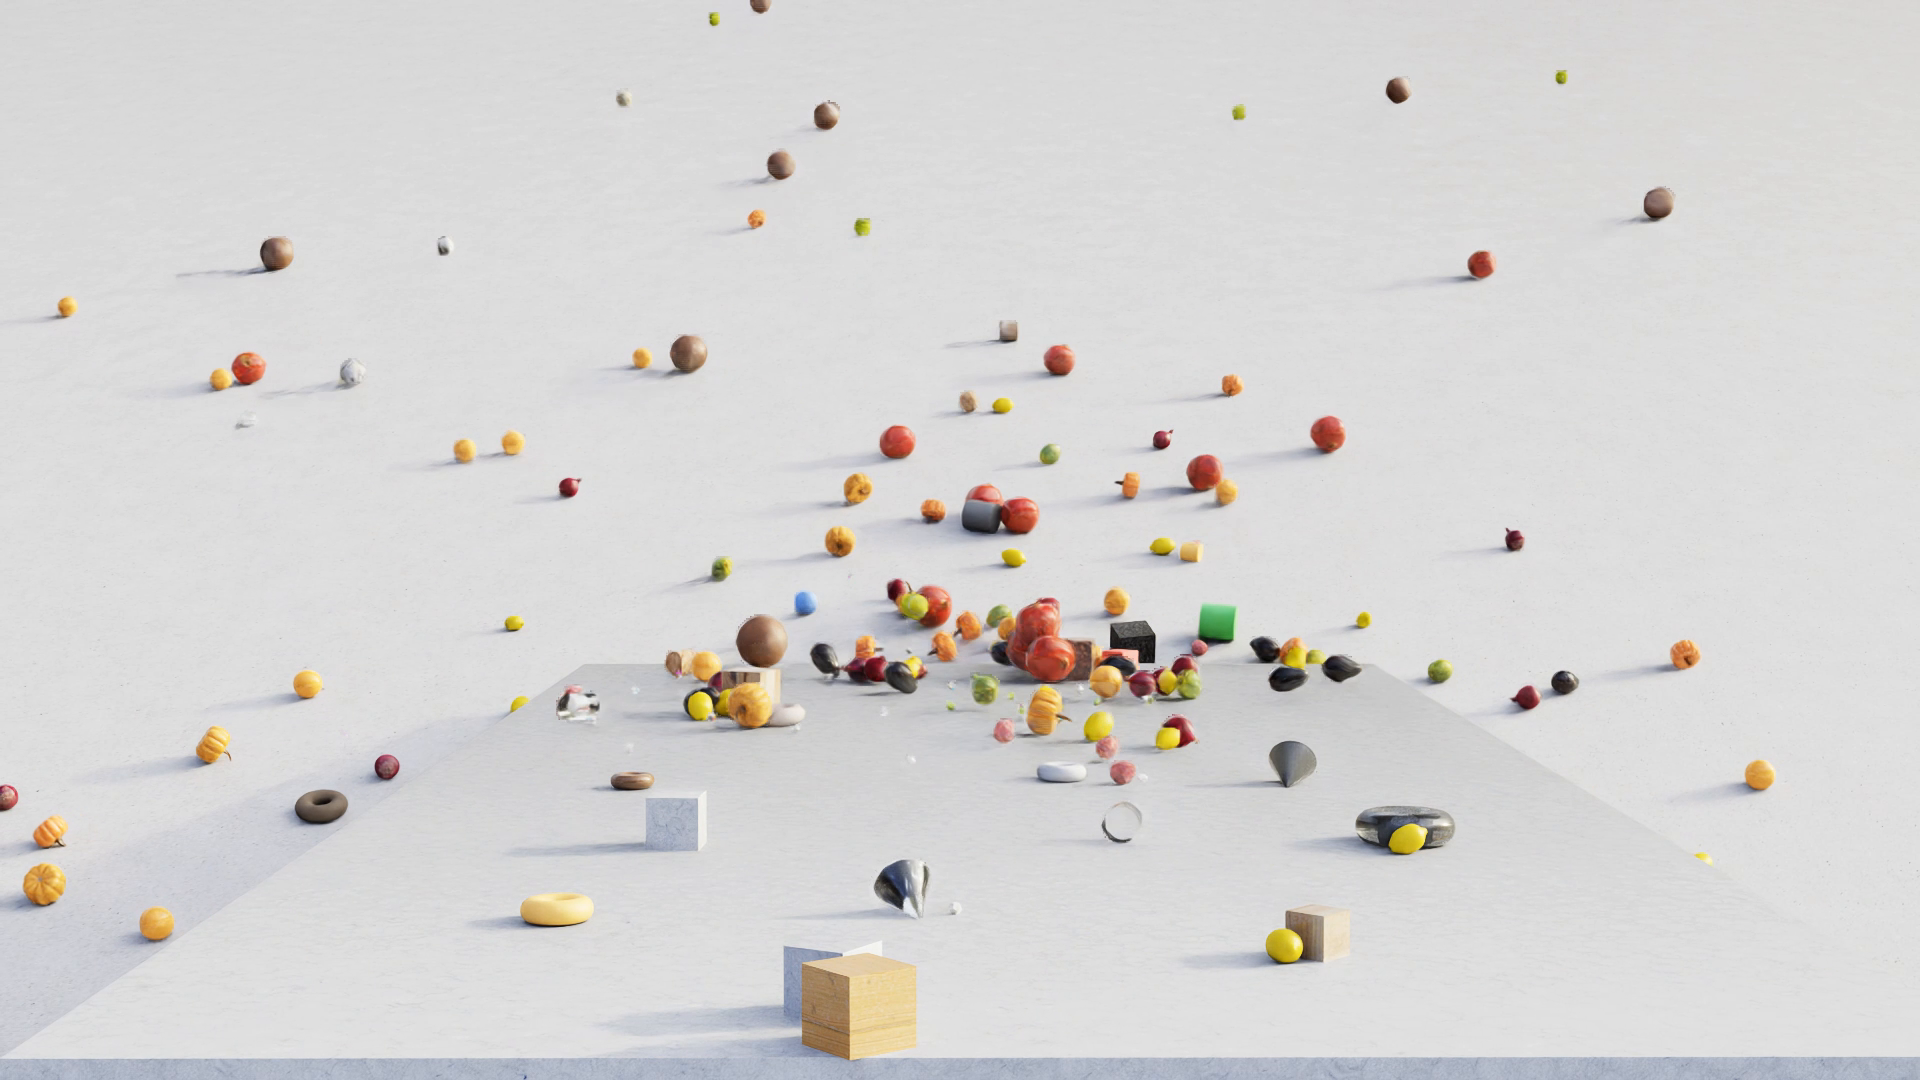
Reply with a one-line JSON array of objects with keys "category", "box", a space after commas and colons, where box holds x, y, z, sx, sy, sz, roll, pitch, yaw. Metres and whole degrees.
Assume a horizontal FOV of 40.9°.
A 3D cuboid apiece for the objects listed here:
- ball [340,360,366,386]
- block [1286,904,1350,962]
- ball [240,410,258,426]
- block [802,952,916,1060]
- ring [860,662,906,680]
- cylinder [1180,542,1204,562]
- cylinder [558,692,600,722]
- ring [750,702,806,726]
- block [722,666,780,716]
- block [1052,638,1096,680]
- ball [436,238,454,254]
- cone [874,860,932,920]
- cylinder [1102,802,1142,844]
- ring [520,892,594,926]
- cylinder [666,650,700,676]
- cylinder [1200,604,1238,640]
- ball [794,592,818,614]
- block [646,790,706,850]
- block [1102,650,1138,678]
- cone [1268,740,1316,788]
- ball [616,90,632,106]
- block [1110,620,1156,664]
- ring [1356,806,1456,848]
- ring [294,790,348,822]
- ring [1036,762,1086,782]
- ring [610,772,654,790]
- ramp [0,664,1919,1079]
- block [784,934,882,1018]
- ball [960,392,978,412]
[{"category": "ball", "box": [-2.093, -0.576, 8.864, 0.088, 0.088, 0.088, 0, 22, 0]}, {"category": "block", "box": [0.418, 0.459, 3.006, 0.054, 0.054, 0.054, 2, 4, 42]}, {"category": "ball", "box": [-2.343, -0.401, 8.476, 0.053, 0.053, 0.053, 0, 22, 0]}, {"category": "block", "box": [-0.101, 0.466, 2.578, 0.082, 0.082, 0.082, -2, 4, -38]}, {"category": "ring", "box": [-0.184, 0.315, 6.149, 0.108, 0.036, 0.108, -1, 4, 0]}, {"category": "cylinder", "box": [0.667, 0.032, 7.406, 0.052, 0.052, 0.052, 9, 24, 22]}, {"category": "cylinder", "box": [-0.786, 0.344, 5.300, 0.060, 0.060, 0.060, 19, 15, 39]}, {"category": "ring", "box": [-0.372, 0.358, 5.256, 0.112, 0.037, 0.112, -3, 5, 0]}, {"category": "block", "box": [-0.443, 0.321, 5.457, 0.091, 0.091, 0.091, 1, 3, 23]}, {"category": "block", "box": [0.274, 0.284, 6.164, 0.094, 0.094, 0.094, 0, 3, 8]}, {"category": "ball", "box": [-2.083, -1.189, 10.407, 0.067, 0.067, 0.067, 0, 22, 0]}, {"category": "cone", "box": [-0.062, 0.457, 3.254, 0.076, 0.076, 0.076, -7, 31, -16]}, {"category": "cylinder", "box": [0.241, 0.420, 3.820, 0.054, 0.054, 0.054, 4, 4, 10]}, {"category": "ring", "box": [-0.504, 0.461, 3.215, 0.092, 0.031, 0.092, -1, 1, 0]}, {"category": "cylinder", "box": [-0.673, 0.298, 6.248, 0.059, 0.059, 0.059, 12, 8, -45]}, {"category": "cylinder", "box": [0.693, 0.220, 6.889, 0.093, 0.093, 0.093, 5, 22, 11]}, {"category": "ball", "box": [-0.420, 0.172, 7.044, 0.065, 0.065, 0.065, 0, 22, 0]}, {"category": "block", "box": [-0.416, 0.411, 3.771, 0.077, 0.077, 0.077, 0, 3, 3]}, {"category": "block", "box": [0.386, 0.298, 6.206, 0.062, 0.062, 0.062, 2, 4, 40]}, {"category": "cone", "box": [0.562, 0.400, 4.386, 0.083, 0.083, 0.083, 5, 31, 13]}, {"category": "ball", "box": [-1.689, -2.222, 12.943, 0.081, 0.081, 0.081, 0, 22, 0]}, {"category": "block", "box": [0.452, 0.278, 6.741, 0.097, 0.097, 0.097, -4, 22, -11]}, {"category": "ring", "box": [0.657, 0.423, 3.797, 0.147, 0.049, 0.147, 0, 1, 0]}, {"category": "ring", "box": [-1.484, 0.618, 5.976, 0.121, 0.040, 0.121, 1, 21, 0]}, {"category": "ring", "box": [0.175, 0.401, 4.450, 0.086, 0.029, 0.086, 1, 2, 0]}, {"category": "ring", "box": [-0.556, 0.408, 4.362, 0.075, 0.025, 0.075, 0, 1, 0]}, {"category": "ramp", "box": [0.051, 0.462, 4.533, 2.000, 0.100, 4.000, 0, 3, 0]}, {"category": "block", "box": [-0.134, 0.463, 2.718, 0.075, 0.075, 0.075, 2, 3, 31]}, {"category": "ball", "box": [0.030, -0.463, 8.612, 0.067, 0.067, 0.067, 0, 22, 0]}]
